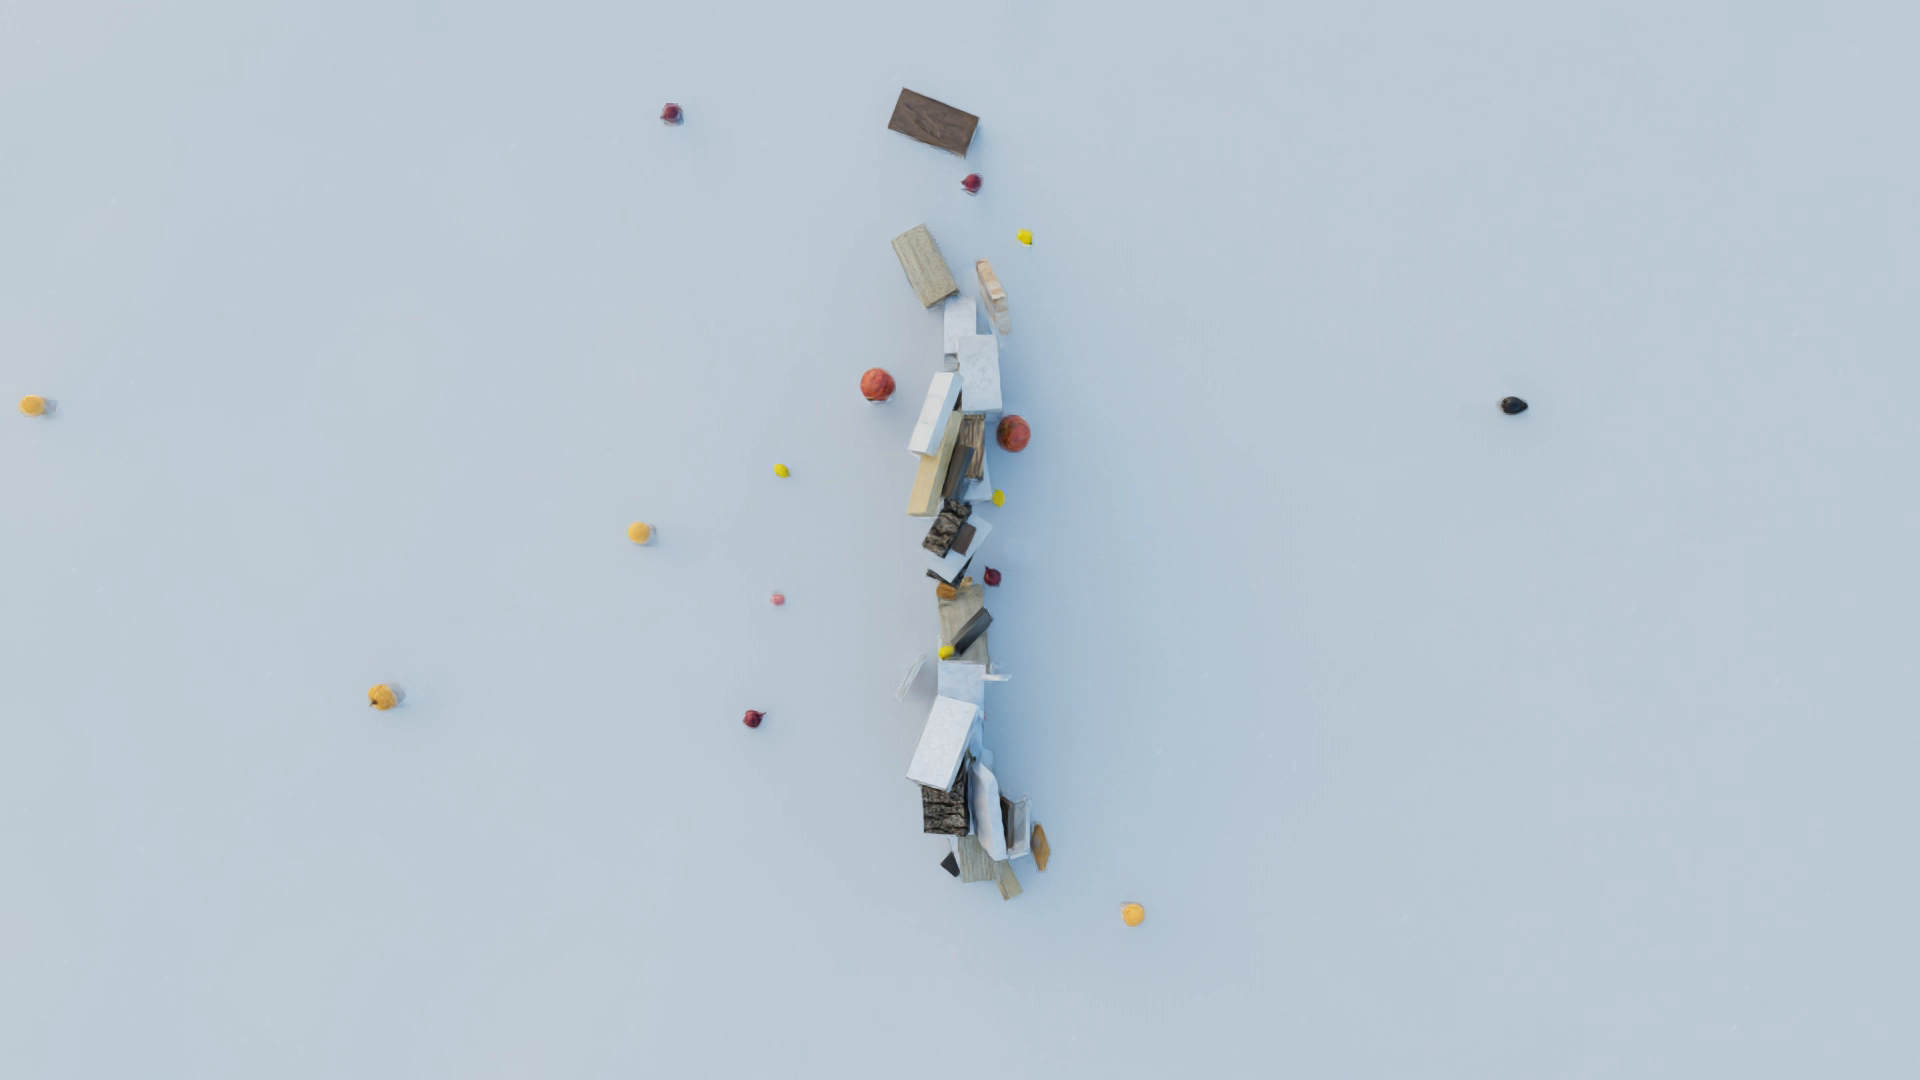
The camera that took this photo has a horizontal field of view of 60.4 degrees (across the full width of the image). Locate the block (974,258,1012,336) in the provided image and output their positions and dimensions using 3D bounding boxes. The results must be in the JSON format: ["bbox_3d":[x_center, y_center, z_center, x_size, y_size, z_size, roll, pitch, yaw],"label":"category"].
[{"bbox_3d":[0.107,-0.790,5.350,0.039,0.272,0.136,-15,128,-4],"label":"block"}]

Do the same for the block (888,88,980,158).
[{"bbox_3d":[-0.087,-1.387,5.481,0.272,0.039,0.136,22,90,0],"label":"block"}]

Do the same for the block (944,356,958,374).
[{"bbox_3d":[-0.002,-0.511,5.463,0.103,0.029,0.207,-1,103,0],"label":"block"}]

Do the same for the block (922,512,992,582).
[{"bbox_3d":[-0.008,0.014,5.245,0.112,0.032,0.224,37,90,0],"label":"block"}]

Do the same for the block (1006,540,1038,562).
[{"bbox_3d":[0.204,0.036,5.493,0.096,0.014,0.048,18,90,0],"label":"block"}]

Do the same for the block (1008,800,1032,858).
[{"bbox_3d":[0.196,0.949,5.421,0.021,0.076,0.184,31,49,-35],"label":"block"}]

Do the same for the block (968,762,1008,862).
[{"bbox_3d":[0.089,0.867,5.272,0.040,0.142,0.283,-14,109,-18],"label":"block"}]

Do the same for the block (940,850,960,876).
[{"bbox_3d":[0.002,1.049,5.491,0.067,0.019,0.133,39,90,0],"label":"block"}]

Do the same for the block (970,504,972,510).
[{"bbox_3d":[-0.004,-0.092,5.416,0.083,0.166,0.023,0,81,0],"label":"block"}]

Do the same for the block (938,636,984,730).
[{"bbox_3d":[0.002,0.472,5.435,0.151,0.043,0.302,1,74,0],"label":"block"}]

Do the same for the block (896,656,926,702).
[{"bbox_3d":[-0.163,0.453,5.414,0.022,0.157,0.078,30,129,0],"label":"block"}]

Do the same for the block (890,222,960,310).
[{"bbox_3d":[-0.118,-0.907,5.459,0.128,0.036,0.256,-27,81,2],"label":"block"}]

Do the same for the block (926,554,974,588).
[{"bbox_3d":[-0.012,0.031,5.277,0.112,0.032,0.224,24,90,0],"label":"block"}]

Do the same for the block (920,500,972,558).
[{"bbox_3d":[-0.042,-0.037,5.215,0.088,0.025,0.176,27,84,34],"label":"block"}]

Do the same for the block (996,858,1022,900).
[{"bbox_3d":[0.151,1.126,5.491,0.067,0.019,0.133,-26,90,0],"label":"block"}]

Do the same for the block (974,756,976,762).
[{"bbox_3d":[0.009,0.710,5.399,0.091,0.026,0.183,3,71,1],"label":"block"}]

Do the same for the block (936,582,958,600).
[{"bbox_3d":[-0.033,0.133,5.457,0.061,0.017,0.122,16,67,9],"label":"block"}]

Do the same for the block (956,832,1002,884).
[{"bbox_3d":[0.056,0.988,5.408,0.127,0.036,0.255,-7,86,-3],"label":"block"}]

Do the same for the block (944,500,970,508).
[{"bbox_3d":[-0.006,-0.049,5.321,0.083,0.023,0.166,-2,90,0],"label":"block"}]

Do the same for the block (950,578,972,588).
[{"bbox_3d":[0.003,0.139,5.378,0.061,0.122,0.017,-5,83,-7],"label":"block"}]

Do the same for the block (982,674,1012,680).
[{"bbox_3d":[0.115,0.439,5.274,0.048,0.096,0.014,0,87,-35],"label":"block"}]

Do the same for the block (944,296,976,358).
[{"bbox_3d":[0.001,-0.704,5.440,0.104,0.029,0.207,1,72,1],"label":"block"}]

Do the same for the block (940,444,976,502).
[{"bbox_3d":[-0.014,-0.215,5.228,0.025,0.088,0.175,22,87,-34],"label":"block"}]

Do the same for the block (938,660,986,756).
[{"bbox_3d":[0.000,0.545,5.344,0.151,0.043,0.302,2,97,0],"label":"block"}]

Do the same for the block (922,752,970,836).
[{"bbox_3d":[-0.049,0.802,5.285,0.142,0.040,0.283,1,101,19],"label":"block"}]

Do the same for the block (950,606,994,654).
[{"bbox_3d":[0.039,0.296,5.375,0.022,0.078,0.157,37,77,32],"label":"block"}]

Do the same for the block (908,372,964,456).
[{"bbox_3d":[-0.078,-0.407,5.308,0.039,0.136,0.272,22,86,-27],"label":"block"}]

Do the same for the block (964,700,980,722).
[{"bbox_3d":[-0.020,0.591,5.306,0.157,0.022,0.078,-35,88,0],"label":"block"}]

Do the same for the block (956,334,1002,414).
[{"bbox_3d":[0.063,-0.535,5.329,0.128,0.036,0.256,-4,75,-1],"label":"block"}]

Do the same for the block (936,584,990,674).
[{"bbox_3d":[0.011,0.302,5.437,0.151,0.043,0.302,-5,75,-1],"label":"block"}]

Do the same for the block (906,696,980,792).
[{"bbox_3d":[-0.051,0.644,5.225,0.142,0.040,0.286,12,68,24],"label":"block"}]

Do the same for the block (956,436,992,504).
[{"bbox_3d":[0.032,-0.234,5.312,0.112,0.032,0.224,-9,76,-1],"label":"block"}]

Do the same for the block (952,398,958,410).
[{"bbox_3d":[-0.020,-0.371,5.391,0.117,0.033,0.233,-3,87,3],"label":"block"}]

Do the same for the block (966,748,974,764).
[{"bbox_3d":[0.018,0.708,5.336,0.048,0.014,0.095,-13,123,14],"label":"block"}]

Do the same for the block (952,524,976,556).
[{"bbox_3d":[0.013,-0.003,5.222,0.048,0.014,0.096,24,90,0],"label":"block"}]

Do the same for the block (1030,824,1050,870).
[{"bbox_3d":[0.263,1.009,5.415,0.021,0.151,0.076,9,112,-12],"label":"block"}]

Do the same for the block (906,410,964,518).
[{"bbox_3d":[-0.081,-0.244,5.285,0.036,0.128,0.346,20,79,-27],"label":"block"}]

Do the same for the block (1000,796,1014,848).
[{"bbox_3d":[0.147,0.922,5.394,0.021,0.076,0.151,-7,107,-29],"label":"block"}]

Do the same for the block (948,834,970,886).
[{"bbox_3d":[0.003,0.910,5.449,0.127,0.036,0.433,-19,86,-5],"label":"block"}]

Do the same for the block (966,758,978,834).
[{"bbox_3d":[-0.022,0.828,5.337,0.127,0.036,0.255,-1,106,20],"label":"block"}]

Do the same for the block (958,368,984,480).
[{"bbox_3d":[0.037,-0.420,5.330,0.088,0.025,0.461,1,75,1],"label":"block"}]
